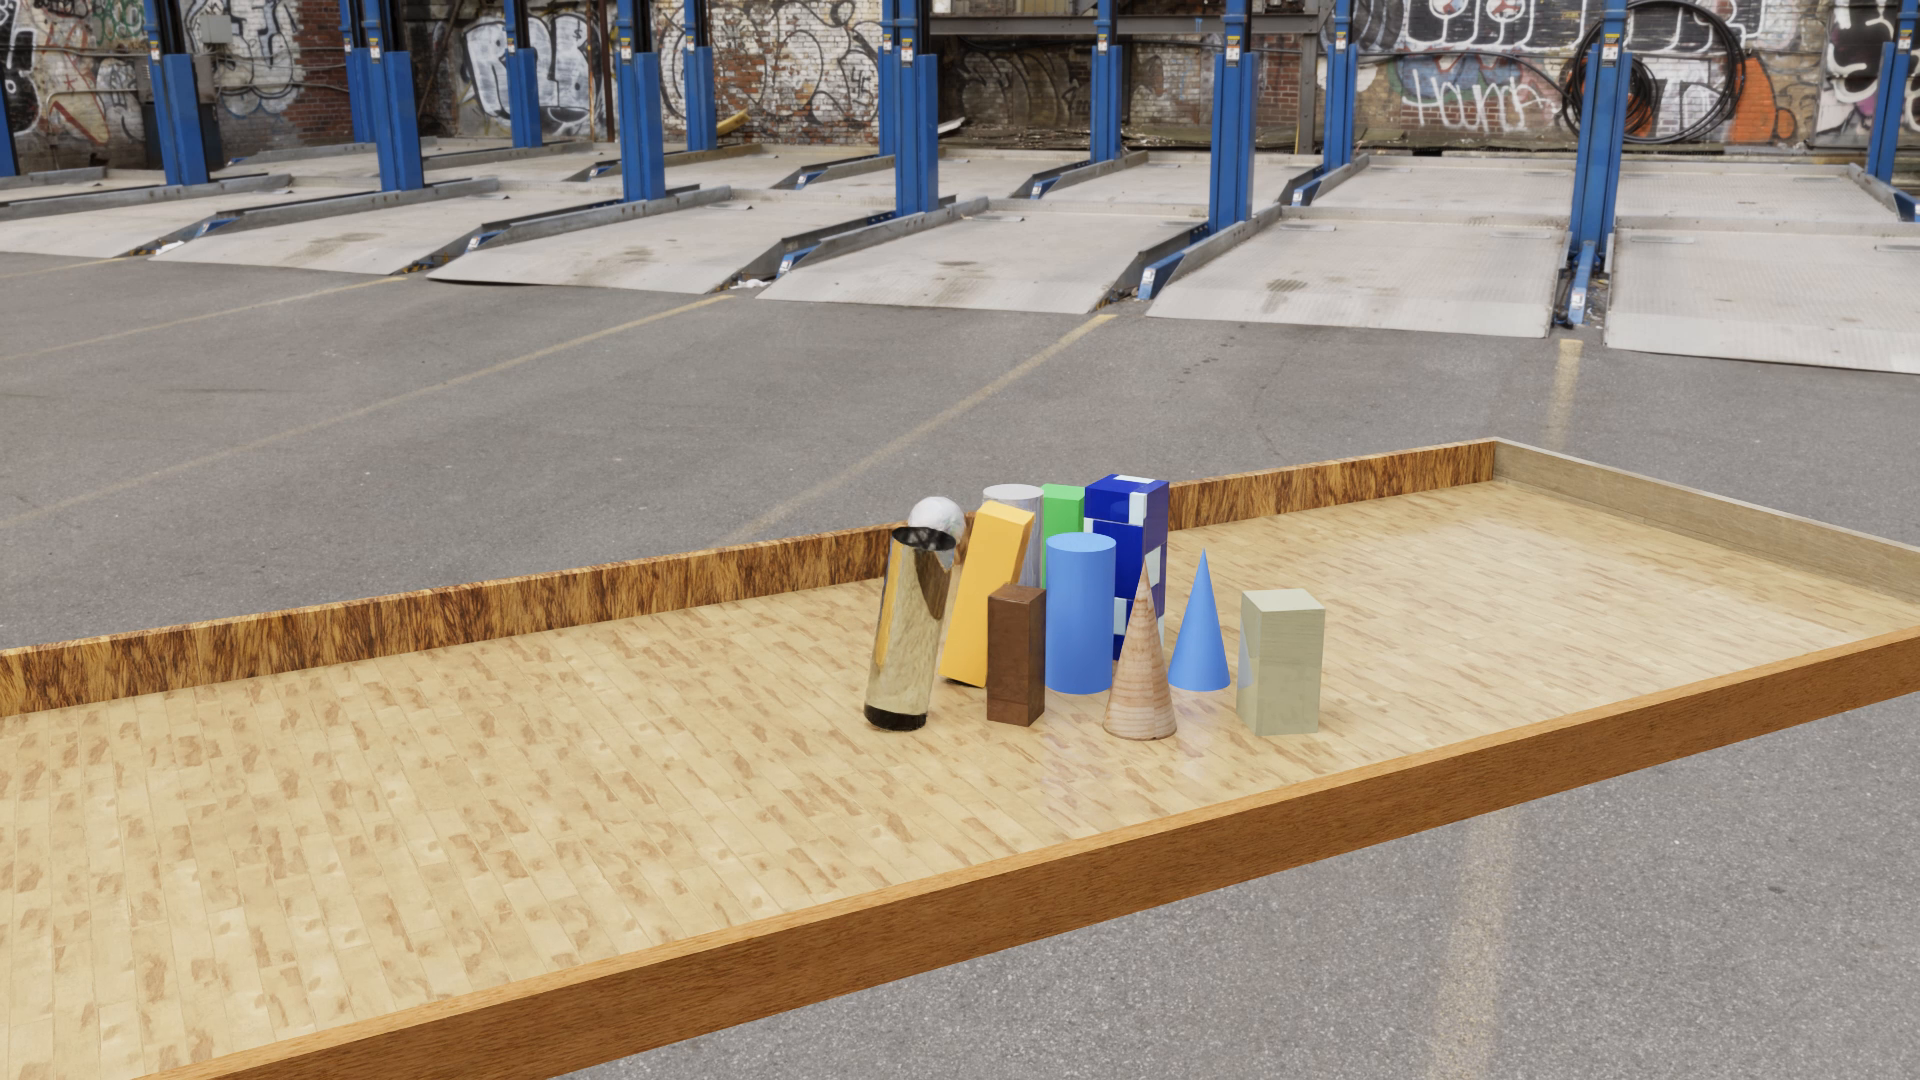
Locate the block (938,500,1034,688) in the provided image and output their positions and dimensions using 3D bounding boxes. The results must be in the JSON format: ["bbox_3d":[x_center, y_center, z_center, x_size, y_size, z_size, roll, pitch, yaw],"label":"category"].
[{"bbox_3d":[0.065,0.134,4.093,0.121,0.435,0.121,17,18,10],"label":"block"}]

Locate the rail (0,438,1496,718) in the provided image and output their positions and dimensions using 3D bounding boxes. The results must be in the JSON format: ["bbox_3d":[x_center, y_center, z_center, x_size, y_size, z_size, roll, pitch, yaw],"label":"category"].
[{"bbox_3d":[-3.305,0.497,3.399,12.000,0.150,0.050,-9,18,-27],"label":"rail"}]

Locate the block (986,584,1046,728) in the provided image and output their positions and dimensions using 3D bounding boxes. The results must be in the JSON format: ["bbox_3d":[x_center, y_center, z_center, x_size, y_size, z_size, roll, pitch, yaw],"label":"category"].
[{"bbox_3d":[0.133,0.271,3.885,0.105,0.309,0.105,7,18,24],"label":"block"}]

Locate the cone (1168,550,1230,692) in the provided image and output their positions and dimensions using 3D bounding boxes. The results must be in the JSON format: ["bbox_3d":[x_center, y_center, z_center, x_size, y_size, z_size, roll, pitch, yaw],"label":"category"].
[{"bbox_3d":[0.601,0.184,4.107,0.161,0.351,0.161,0,16,0],"label":"cone"}]

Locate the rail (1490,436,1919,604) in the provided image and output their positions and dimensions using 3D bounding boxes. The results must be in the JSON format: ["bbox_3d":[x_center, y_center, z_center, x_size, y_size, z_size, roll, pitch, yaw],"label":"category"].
[{"bbox_3d":[2.466,-0.048,5.253,0.050,0.150,2.100,-9,18,-27],"label":"rail"}]

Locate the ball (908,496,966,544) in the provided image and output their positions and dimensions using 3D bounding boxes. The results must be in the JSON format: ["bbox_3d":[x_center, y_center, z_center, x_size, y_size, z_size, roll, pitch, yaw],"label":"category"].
[{"bbox_3d":[-0.068,-0.044,4.785,0.167,0.167,0.167,0,16,0],"label":"ball"}]

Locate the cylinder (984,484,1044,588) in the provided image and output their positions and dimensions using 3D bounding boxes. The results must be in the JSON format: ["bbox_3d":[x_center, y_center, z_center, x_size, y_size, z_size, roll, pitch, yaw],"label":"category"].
[{"bbox_3d":[0.139,0.078,4.334,0.159,0.425,0.159,0,16,0],"label":"cylinder"}]

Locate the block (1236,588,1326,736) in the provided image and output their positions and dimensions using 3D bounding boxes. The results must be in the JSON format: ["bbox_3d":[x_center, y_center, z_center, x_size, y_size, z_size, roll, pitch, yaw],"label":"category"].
[{"bbox_3d":[0.746,0.284,3.849,0.150,0.304,0.150,-2,17,-8],"label":"block"}]

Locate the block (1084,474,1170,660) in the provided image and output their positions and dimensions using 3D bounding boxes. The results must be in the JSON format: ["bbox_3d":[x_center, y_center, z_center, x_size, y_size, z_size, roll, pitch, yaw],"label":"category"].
[{"bbox_3d":[0.430,0.074,4.303,0.164,0.451,0.164,9,19,28],"label":"block"}]

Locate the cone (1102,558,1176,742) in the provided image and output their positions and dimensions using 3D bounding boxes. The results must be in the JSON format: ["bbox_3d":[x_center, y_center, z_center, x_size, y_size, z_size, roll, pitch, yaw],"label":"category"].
[{"bbox_3d":[0.421,0.239,3.808,0.175,0.414,0.175,0,16,0],"label":"cone"}]

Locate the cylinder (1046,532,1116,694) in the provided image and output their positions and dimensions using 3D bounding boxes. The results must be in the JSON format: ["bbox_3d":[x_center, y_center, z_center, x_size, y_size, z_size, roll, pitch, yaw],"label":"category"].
[{"bbox_3d":[0.296,0.181,4.091,0.172,0.366,0.172,0,16,0],"label":"cylinder"}]

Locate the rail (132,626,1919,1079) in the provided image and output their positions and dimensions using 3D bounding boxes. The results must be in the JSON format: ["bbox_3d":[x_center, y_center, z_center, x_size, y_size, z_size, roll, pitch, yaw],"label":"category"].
[{"bbox_3d":[-2.336,1.006,1.665,12.000,0.150,0.050,-9,18,-27],"label":"rail"}]

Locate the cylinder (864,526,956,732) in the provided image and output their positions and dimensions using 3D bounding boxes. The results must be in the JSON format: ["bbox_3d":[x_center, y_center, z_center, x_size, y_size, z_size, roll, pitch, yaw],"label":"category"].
[{"bbox_3d":[-0.117,0.206,3.815,0.150,0.453,0.150,9,20,-3],"label":"cylinder"}]

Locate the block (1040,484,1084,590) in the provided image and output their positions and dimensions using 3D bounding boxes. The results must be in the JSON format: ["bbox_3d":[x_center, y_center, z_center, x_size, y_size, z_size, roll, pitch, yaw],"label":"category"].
[{"bbox_3d":[0.283,0.034,4.621,0.143,0.349,0.143,6,18,21],"label":"block"}]
